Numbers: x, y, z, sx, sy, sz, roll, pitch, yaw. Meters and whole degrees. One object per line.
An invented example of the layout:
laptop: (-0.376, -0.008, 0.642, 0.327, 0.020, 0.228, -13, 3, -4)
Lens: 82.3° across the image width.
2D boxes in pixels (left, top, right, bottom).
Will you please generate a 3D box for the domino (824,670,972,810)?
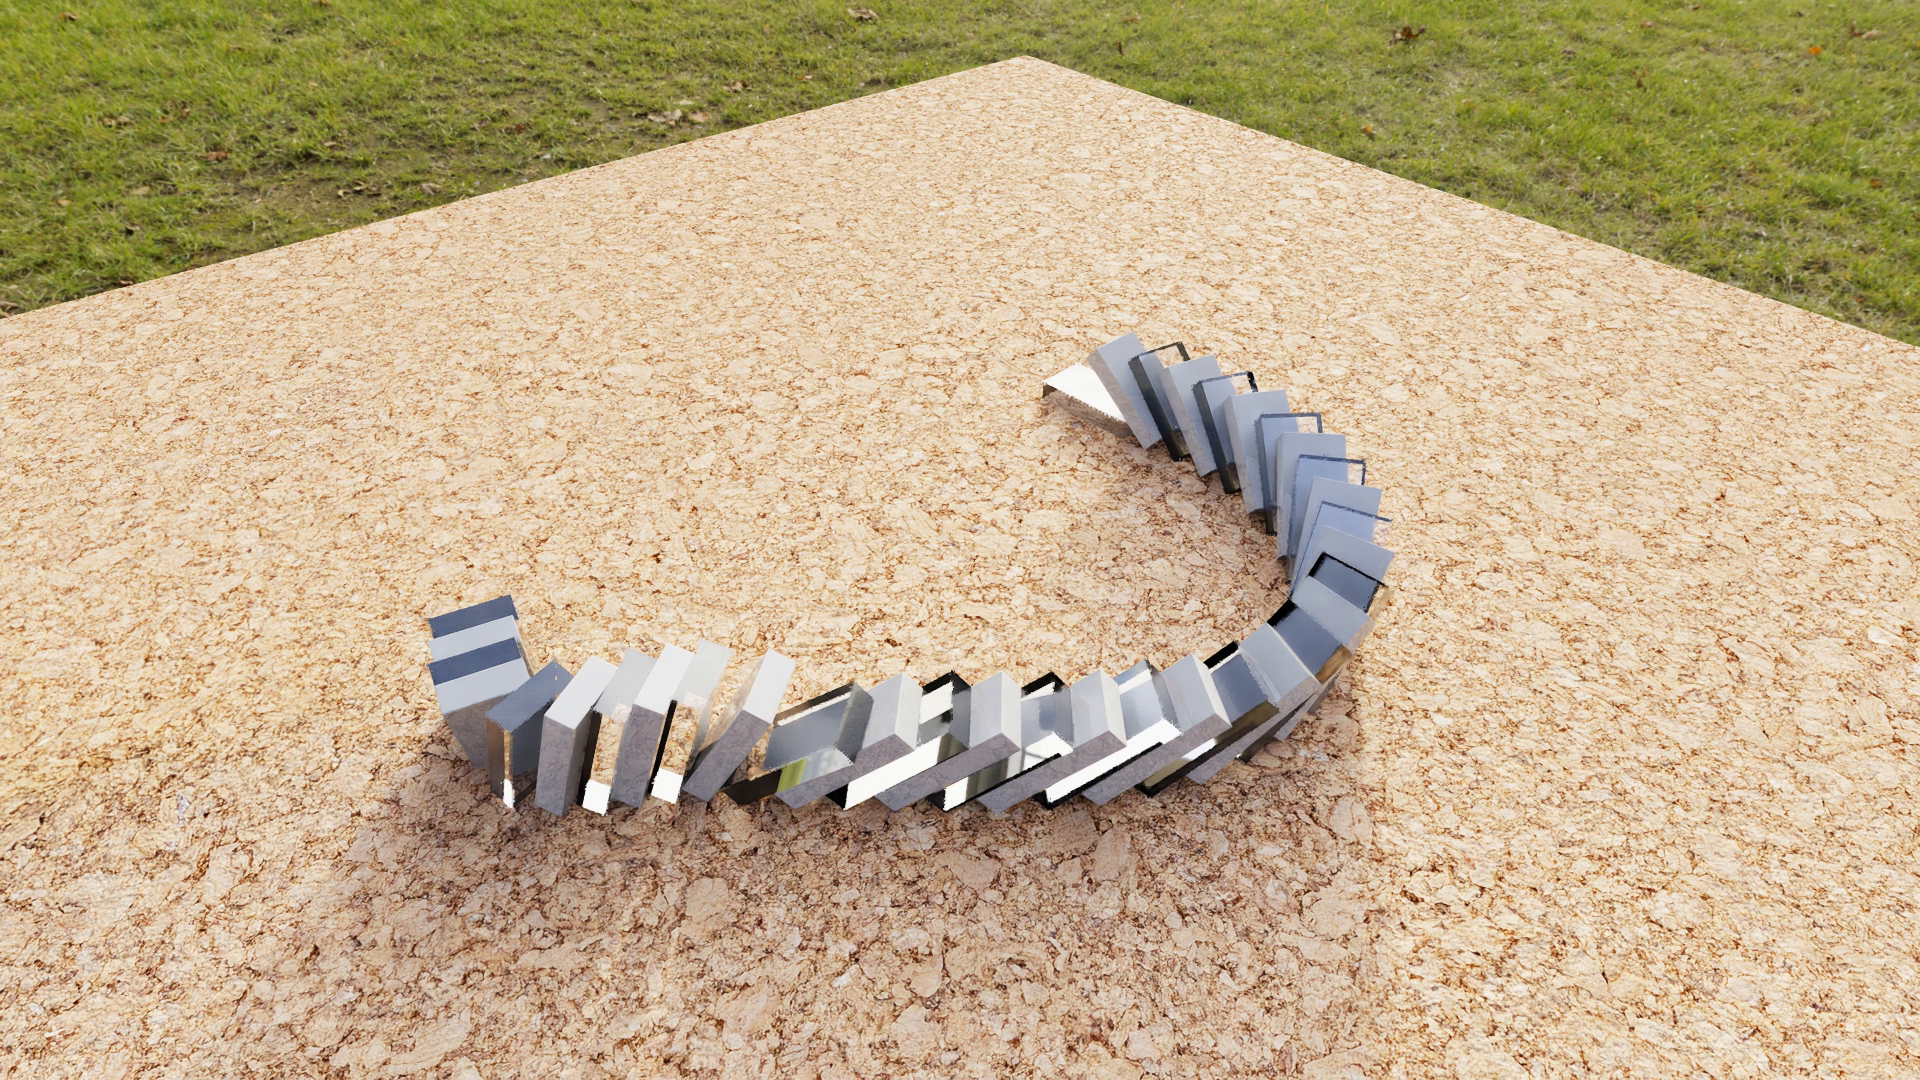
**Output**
domino: (-0.019, 0.063, 0.344, 0.050, 0.010, 0.025, -31, 32, 25)

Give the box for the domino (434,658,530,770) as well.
domino: (-0.145, 0.055, 0.344, 0.025, 0.050, 0.009, -18, 66, -21)

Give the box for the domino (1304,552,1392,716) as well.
domino: (0.124, 0.032, 0.380, 0.025, 0.010, 0.050, 33, 92, 34)

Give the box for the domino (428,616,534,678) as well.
domino: (-0.153, 0.043, 0.359, 0.025, 0.050, 0.010, -18, 66, -21)

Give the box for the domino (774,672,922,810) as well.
domino: (-0.035, 0.063, 0.344, 0.050, 0.009, 0.025, -30, 31, 25)

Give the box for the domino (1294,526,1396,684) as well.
domino: (0.132, 0.023, 0.391, 0.025, 0.010, 0.050, 25, 88, 27)

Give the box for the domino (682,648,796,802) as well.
domino: (-0.069, 0.058, 0.342, 0.009, 0.050, 0.025, 30, 39, -13)

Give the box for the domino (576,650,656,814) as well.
domino: (-0.106, 0.060, 0.339, 0.010, 0.050, 0.025, 22, 40, -4)

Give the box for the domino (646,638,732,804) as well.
domino: (-0.084, 0.057, 0.342, 0.010, 0.050, 0.025, 22, 40, -4)

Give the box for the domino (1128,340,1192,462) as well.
domino: (0.098, -0.063, 0.497, 0.025, 0.009, 0.050, -20, 82, -23)

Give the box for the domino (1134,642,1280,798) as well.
domino: (0.074, 0.057, 0.349, 0.050, 0.009, 0.025, -39, 39, 17)

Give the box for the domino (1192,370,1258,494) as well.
domino: (0.121, -0.047, 0.478, 0.025, 0.009, 0.050, -12, 79, -14)

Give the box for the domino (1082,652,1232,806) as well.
domino: (0.058, 0.060, 0.346, 0.050, 0.010, 0.025, -37, 36, 20)

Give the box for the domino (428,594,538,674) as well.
domino: (-0.157, 0.037, 0.366, 0.025, 0.050, 0.009, -18, 66, -21)

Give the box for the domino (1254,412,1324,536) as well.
domino: (0.138, -0.027, 0.454, 0.025, 0.010, 0.050, -2, 77, -2)

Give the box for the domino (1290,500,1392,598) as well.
domino: (0.137, 0.013, 0.402, 0.025, 0.010, 0.050, 18, 85, 21)

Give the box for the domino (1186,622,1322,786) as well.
domino: (0.088, 0.053, 0.355, 0.050, 0.010, 0.025, -43, 42, 13)

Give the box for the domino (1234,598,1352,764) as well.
domino: (0.101, 0.047, 0.362, 0.050, 0.010, 0.025, -49, 47, 8)

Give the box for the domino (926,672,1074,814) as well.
domino: (0.012, 0.063, 0.343, 0.050, 0.010, 0.025, -32, 31, 25)

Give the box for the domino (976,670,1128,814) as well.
domino: (0.027, 0.063, 0.343, 0.050, 0.010, 0.025, -33, 32, 24)

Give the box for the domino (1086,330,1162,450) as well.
domino: (0.082, -0.069, 0.505, 0.025, 0.009, 0.050, -29, 85, -31)

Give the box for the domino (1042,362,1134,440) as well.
domino: (0.066, -0.067, 0.525, 0.025, 0.009, 0.050, -32, 49, -33)

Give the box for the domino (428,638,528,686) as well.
domino: (-0.150, 0.049, 0.351, 0.025, 0.050, 0.009, -18, 66, -21)

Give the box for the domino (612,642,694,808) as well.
domino: (-0.095, 0.058, 0.340, 0.009, 0.050, 0.025, 22, 40, -4)

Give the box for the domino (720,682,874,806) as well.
domino: (-0.051, 0.064, 0.342, 0.050, 0.009, 0.025, -26, 30, 31)

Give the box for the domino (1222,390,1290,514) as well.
domino: (0.130, -0.038, 0.466, 0.025, 0.010, 0.050, -7, 78, -9)

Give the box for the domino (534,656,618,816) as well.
domino: (-0.118, 0.061, 0.337, 0.010, 0.050, 0.025, 26, 43, 0)

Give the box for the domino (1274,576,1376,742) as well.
domino: (0.113, 0.040, 0.371, 0.050, 0.010, 0.025, -53, 51, 4)

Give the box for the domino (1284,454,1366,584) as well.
domino: (0.142, -0.007, 0.428, 0.025, 0.009, 0.050, 7, 81, 8)

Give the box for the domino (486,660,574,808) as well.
domino: (-0.131, 0.060, 0.338, 0.009, 0.050, 0.025, 36, 49, 10)

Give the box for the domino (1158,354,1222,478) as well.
domino: (0.110, -0.055, 0.488, 0.025, 0.009, 0.050, -18, 81, -20)

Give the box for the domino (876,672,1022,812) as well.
domino: (-0.004, 0.063, 0.343, 0.050, 0.010, 0.025, -31, 31, 25)

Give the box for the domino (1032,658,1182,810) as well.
domino: (0.043, 0.061, 0.345, 0.050, 0.009, 0.025, -36, 35, 21)

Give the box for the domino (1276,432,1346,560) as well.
domino: (0.141, -0.017, 0.440, 0.025, 0.009, 0.050, 2, 80, 2)

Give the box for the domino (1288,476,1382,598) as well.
domino: (0.141, 0.003, 0.415, 0.025, 0.009, 0.050, 12, 83, 14)
